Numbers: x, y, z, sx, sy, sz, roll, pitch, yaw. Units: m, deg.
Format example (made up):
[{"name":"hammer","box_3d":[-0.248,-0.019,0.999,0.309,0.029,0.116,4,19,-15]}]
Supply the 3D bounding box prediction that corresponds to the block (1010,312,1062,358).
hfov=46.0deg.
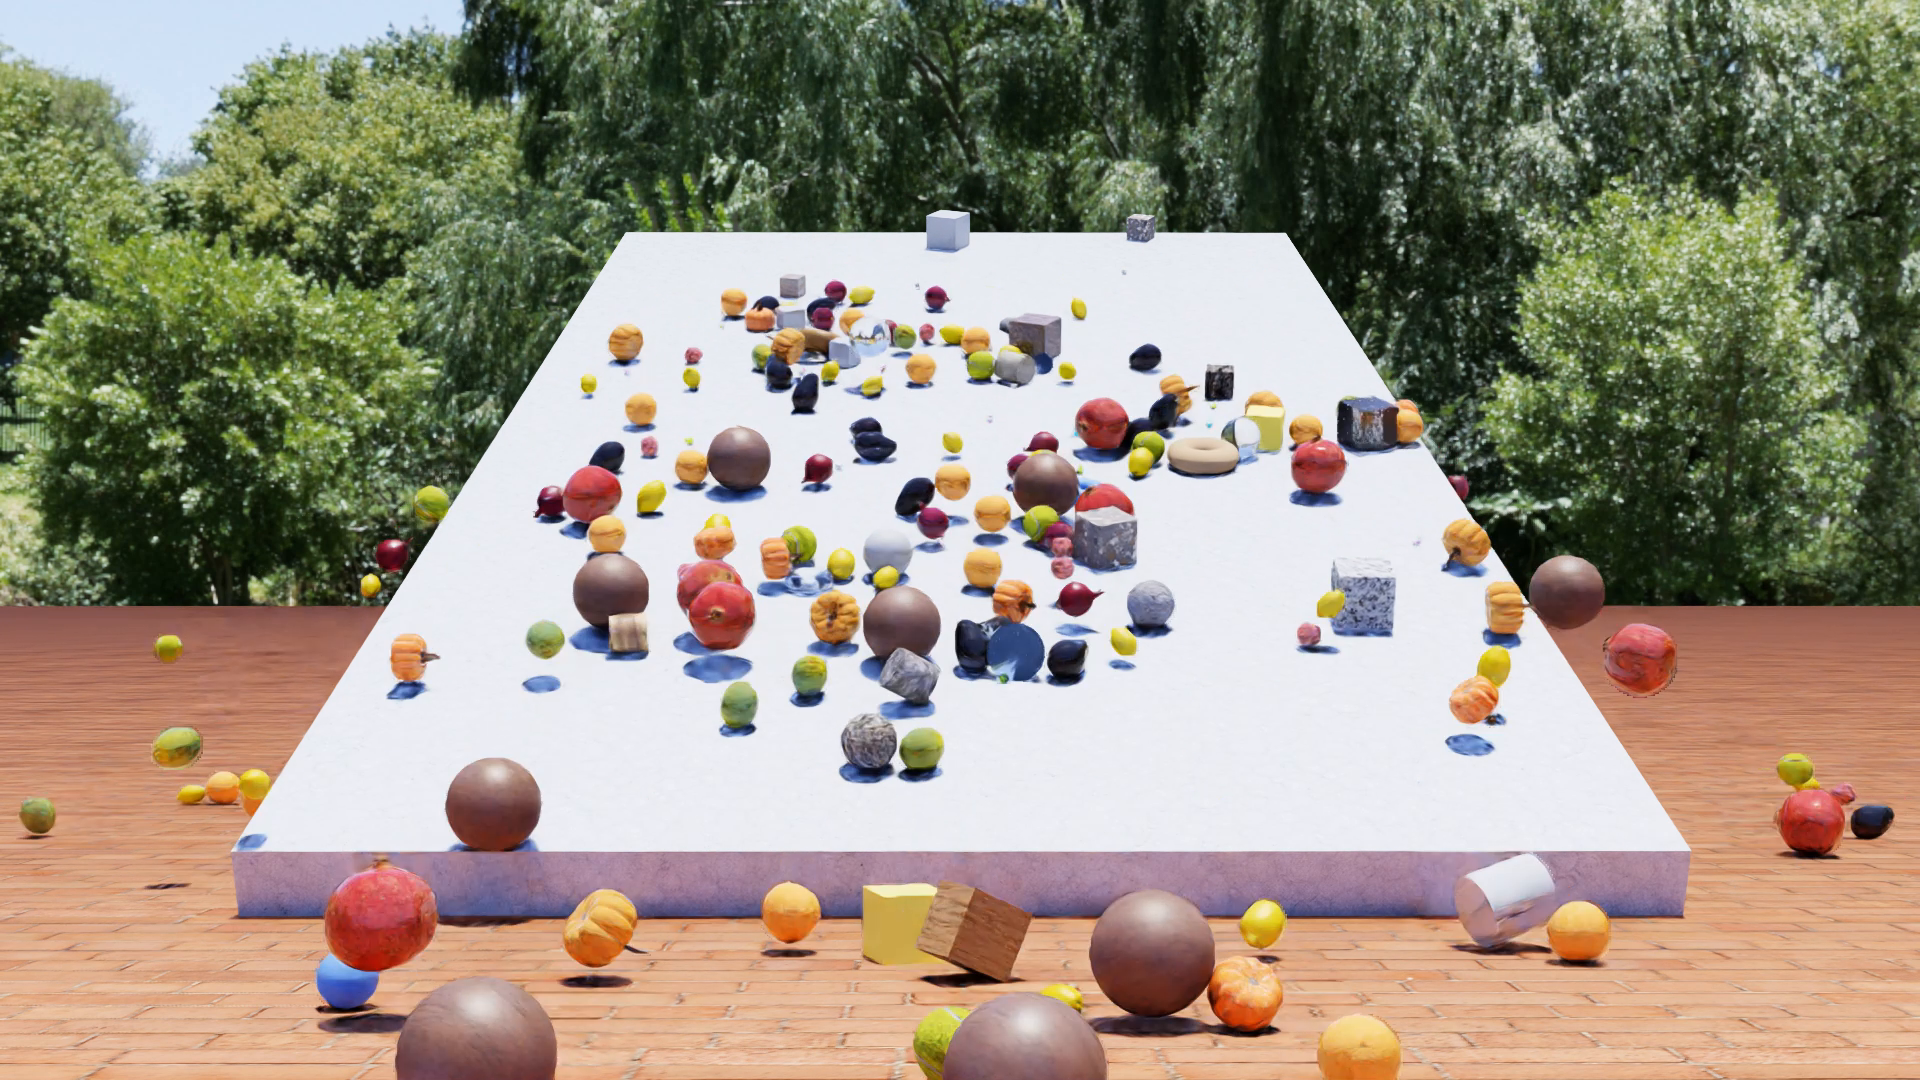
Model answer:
[{"name":"block","box_3d":[0.183,-0.492,5.508,0.094,0.094,0.094,10,22,25]}]

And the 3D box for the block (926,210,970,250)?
[{"name":"block","box_3d":[-0.035,-0.913,6.672,0.095,0.095,0.095,9,22,24]}]

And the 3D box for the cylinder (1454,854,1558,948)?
[{"name":"cylinder","box_3d":[0.684,0.451,2.838,0.092,0.092,0.092,-16,4,-18]}]

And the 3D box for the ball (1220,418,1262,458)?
[{"name":"ball","box_3d":[0.591,-0.216,4.759,0.084,0.084,0.084,0,-2,0]}]

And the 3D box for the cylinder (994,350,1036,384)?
[{"name":"cylinder","box_3d":[0.129,-0.405,5.305,0.069,0.069,0.069,17,9,38]}]

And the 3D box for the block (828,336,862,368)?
[{"name":"block","box_3d":[-0.276,-0.453,5.449,0.058,0.058,0.058,12,23,27]}]

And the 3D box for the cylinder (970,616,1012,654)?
[{"name":"cylinder","box_3d":[0.055,0.158,3.764,0.053,0.053,0.053,-20,12,-39]}]

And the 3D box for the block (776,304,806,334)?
[{"name":"block","box_3d":[-0.430,-0.561,5.752,0.057,0.057,0.057,-9,22,-24]}]

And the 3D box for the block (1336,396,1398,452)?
[{"name":"block","box_3d":[0.870,-0.247,4.839,0.090,0.090,0.090,-8,21,-22]}]

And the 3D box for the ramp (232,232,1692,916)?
[{"name":"ramp","box_3d":[-0.005,-0.205,4.999,2.000,0.100,4.000,0,20,0]}]

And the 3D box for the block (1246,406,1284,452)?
[{"name":"block","box_3d":[0.651,-0.239,4.836,0.075,0.075,0.075,5,20,12]}]

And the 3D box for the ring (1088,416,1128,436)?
[{"name":"ring","box_3d":[0.321,-0.248,4.929,0.087,0.029,0.087,-1,19,0]}]

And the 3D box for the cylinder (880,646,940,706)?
[{"name":"cylinder","box_3d":[-0.079,0.213,3.546,0.069,0.069,0.069,29,-10,-16]}]

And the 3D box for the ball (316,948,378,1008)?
[{"name":"ball","box_3d":[-0.656,0.469,2.424,0.065,0.065,0.065,0,-2,0]}]

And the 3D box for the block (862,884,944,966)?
[{"name":"block","box_3d":[-0.067,0.468,2.756,0.083,0.083,0.083,1,0,-20]}]

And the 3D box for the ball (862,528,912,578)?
[{"name":"ball","box_3d":[-0.131,0.022,4.087,0.090,0.090,0.090,0,-2,0]}]

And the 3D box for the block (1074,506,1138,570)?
[{"name":"block","box_3d":[0.268,-0.004,4.170,0.084,0.084,0.084,-10,22,-26]}]

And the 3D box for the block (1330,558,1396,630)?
[{"name":"block","box_3d":[0.691,0.092,3.890,0.096,0.096,0.096,1,20,1]}]

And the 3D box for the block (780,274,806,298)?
[{"name":"block","box_3d":[-0.450,-0.684,6.097,0.054,0.054,0.054,7,21,17]}]

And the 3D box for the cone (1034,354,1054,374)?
[{"name":"cone","box_3d":[0.197,-0.414,5.398,0.050,0.050,0.050,0,-7,1]}]

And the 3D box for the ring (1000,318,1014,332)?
[{"name":"ring","box_3d":[0.138,-0.549,5.768,0.075,0.025,0.075,0,19,0]}]

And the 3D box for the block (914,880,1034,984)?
[{"name":"block","box_3d":[0.015,0.451,2.609,0.084,0.084,0.084,28,-14,-24]}]

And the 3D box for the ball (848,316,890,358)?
[{"name":"ball","box_3d":[-0.209,-0.469,5.243,0.098,0.098,0.098,0,-2,0]}]

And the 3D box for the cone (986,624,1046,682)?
[{"name":"cone","box_3d":[0.095,0.188,3.699,0.095,0.095,0.095,0,-7,5]}]

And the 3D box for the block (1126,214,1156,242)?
[{"name":"block","box_3d":[0.542,-0.936,6.782,0.065,0.065,0.065,9,22,24]}]

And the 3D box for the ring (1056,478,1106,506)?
[{"name":"ring","box_3d":[0.241,-0.096,4.501,0.102,0.034,0.102,1,20,0]}]

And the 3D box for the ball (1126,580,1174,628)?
[{"name":"ball","box_3d":[0.325,0.109,3.861,0.081,0.081,0.081,0,-2,0]}]

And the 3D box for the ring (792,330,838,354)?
[{"name":"ring","box_3d":[-0.345,-0.482,5.502,0.130,0.043,0.130,7,-6,1]}]

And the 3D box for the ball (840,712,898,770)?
[{"name":"ball","box_3d":[-0.134,0.296,3.336,0.084,0.084,0.084,0,-2,0]}]

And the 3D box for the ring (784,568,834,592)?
[{"name":"ring","box_3d":[-0.269,0.072,4.039,0.088,0.029,0.088,-1,17,0]}]

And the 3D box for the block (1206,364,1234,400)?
[{"name":"block","box_3d":[0.596,-0.363,5.197,0.064,0.064,0.064,2,20,5]}]

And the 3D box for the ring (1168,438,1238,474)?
[{"name":"ring","box_3d":[0.504,-0.176,4.700,0.149,0.050,0.149,1,19,0]}]
